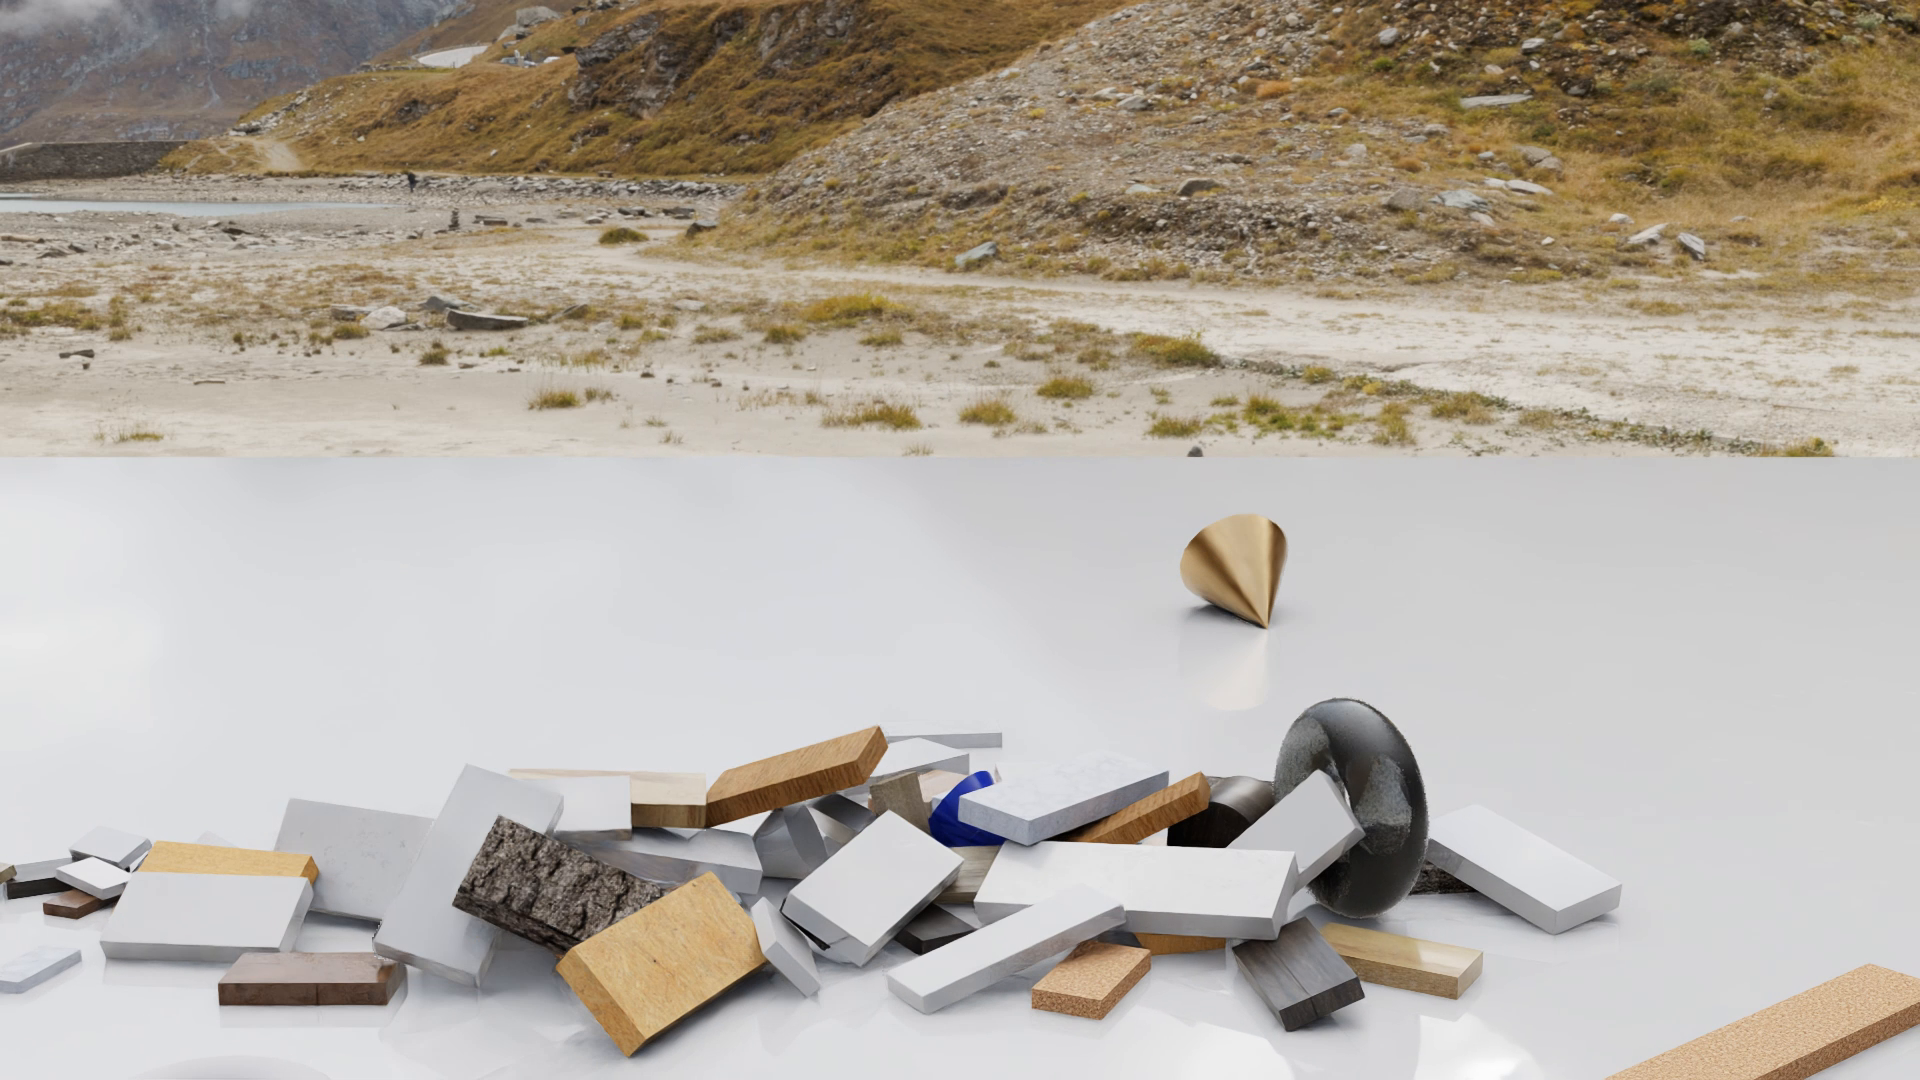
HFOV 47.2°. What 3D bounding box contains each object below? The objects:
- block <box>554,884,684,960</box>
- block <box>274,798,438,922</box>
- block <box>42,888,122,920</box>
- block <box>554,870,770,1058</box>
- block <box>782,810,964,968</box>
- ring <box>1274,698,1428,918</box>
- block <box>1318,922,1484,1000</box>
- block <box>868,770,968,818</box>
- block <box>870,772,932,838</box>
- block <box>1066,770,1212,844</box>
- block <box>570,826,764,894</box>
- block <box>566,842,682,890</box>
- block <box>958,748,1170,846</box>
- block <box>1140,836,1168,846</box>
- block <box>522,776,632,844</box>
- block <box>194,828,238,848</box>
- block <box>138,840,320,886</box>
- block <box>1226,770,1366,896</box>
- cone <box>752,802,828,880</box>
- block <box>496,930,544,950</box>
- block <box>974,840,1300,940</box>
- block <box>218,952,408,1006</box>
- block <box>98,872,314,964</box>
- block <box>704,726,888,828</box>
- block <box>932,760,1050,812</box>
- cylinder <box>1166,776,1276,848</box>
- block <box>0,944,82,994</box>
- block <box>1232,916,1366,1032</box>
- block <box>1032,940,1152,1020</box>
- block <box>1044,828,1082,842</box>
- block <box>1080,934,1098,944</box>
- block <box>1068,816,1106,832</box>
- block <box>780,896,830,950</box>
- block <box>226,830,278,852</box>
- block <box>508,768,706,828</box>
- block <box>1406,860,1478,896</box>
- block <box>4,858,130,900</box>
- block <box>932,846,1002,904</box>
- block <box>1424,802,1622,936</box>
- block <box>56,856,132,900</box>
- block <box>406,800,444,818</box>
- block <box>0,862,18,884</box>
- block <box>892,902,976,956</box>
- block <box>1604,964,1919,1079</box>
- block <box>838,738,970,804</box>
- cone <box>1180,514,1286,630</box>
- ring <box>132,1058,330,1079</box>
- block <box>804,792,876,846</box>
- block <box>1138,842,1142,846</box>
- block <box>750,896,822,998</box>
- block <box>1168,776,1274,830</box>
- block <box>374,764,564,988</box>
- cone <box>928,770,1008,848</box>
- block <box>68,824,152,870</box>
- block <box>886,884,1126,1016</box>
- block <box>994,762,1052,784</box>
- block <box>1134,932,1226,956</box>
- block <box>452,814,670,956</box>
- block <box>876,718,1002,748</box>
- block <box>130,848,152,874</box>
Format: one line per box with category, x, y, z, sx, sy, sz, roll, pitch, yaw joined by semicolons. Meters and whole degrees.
block;-0.502;0.586;3.421;0.244;0.035;0.122;-10;-21;-42
block;-0.958;0.524;3.555;0.341;0.171;0.048;4;-20;23
block;-1.432;0.589;3.622;0.069;0.020;0.139;4;11;20
block;-0.418;0.607;3.181;0.162;0.046;0.357;49;26;10
block;-0.133;0.543;3.461;0.152;0.043;0.303;31;31;16
ring;0.630;0.433;3.562;0.119;0.357;0.357;-4;11;-23
block;0.652;0.635;3.329;0.246;0.035;0.123;6;12;30
block;-0.064;0.483;4.158;0.110;0.031;0.220;7;13;34
block;-0.091;0.492;3.682;0.027;0.189;0.095;-13;0;39
block;0.293;0.467;3.642;0.252;0.036;0.126;-28;2;12
block;-0.486;0.511;3.614;0.303;0.043;0.152;11;13;-16
block;-0.606;0.532;3.595;0.341;0.048;0.171;11;13;-16
block;0.180;0.433;3.737;0.152;0.043;0.378;14;17;40
block;0.332;0.543;3.743;0.076;0.022;0.152;8;14;28
block;-0.637;0.433;3.522;0.215;0.030;0.108;-1;45;-10
block;-1.228;0.535;3.644;0.145;0.021;0.072;18;56;37
block;-1.190;0.561;3.523;0.284;0.040;0.142;3;43;15
block;0.512;0.493;3.483;0.036;0.252;0.126;31;22;-43
cone;-0.334;0.537;3.753;0.164;0.164;0.164;-25;7;10
block;-0.719;0.574;3.419;0.244;0.122;0.035;-1;11;-5
block;0.275;0.546;3.453;0.487;0.044;0.157;-1;31;24
block;-0.956;0.649;3.256;0.244;0.035;0.122;0;11;-1
block;-1.166;0.586;3.410;0.284;0.040;0.142;1;39;6
block;-0.283;0.401;3.725;0.303;0.043;0.152;-18;13;18
block;0.109;0.482;4.127;0.157;0.044;0.314;9;14;40
cylinder;0.454;0.499;3.711;0.164;0.164;0.164;5;12;25
block;-1.398;0.646;3.312;0.069;0.020;0.139;3;11;16
block;0.493;0.633;3.225;0.123;0.035;0.246;-22;13;-4
block;0.197;0.650;3.261;0.108;0.030;0.215;5;12;24
block;0.200;0.527;3.817;0.165;0.023;0.082;-8;13;-36
block;0.175;0.608;3.510;0.076;0.022;0.152;0;11;-2
block;0.205;0.483;3.927;0.303;0.043;0.152;-7;1;-28
block;-0.142;0.555;3.508;0.098;0.028;0.327;37;33;25
block;-1.180;0.537;3.732;0.096;0.027;0.193;-6;11;-35
block;-0.585;0.426;3.635;0.328;0.040;0.142;2;15;-7
block;0.802;0.554;3.741;0.313;0.044;0.157;-2;11;-8
block;-1.513;0.566;3.723;0.193;0.027;0.096;-6;12;-28
block;0.045;0.551;3.631;0.189;0.027;0.095;-4;43;10
block;0.914;0.539;3.629;0.157;0.044;0.313;-13;27;-33
block;-1.429;0.561;3.645;0.135;0.019;0.068;12;17;36
block;-0.773;0.527;3.669;0.341;0.048;0.171;14;12;6
block;-1.644;0.562;3.679;0.135;0.019;0.068;0;23;39
block;-0.065;0.609;3.488;0.098;0.028;0.196;-6;12;-30
block;0.973;0.715;2.900;1.065;0.035;0.123;-8;13;-38
block;-0.151;0.451;4.296;0.314;0.044;0.157;-9;14;-40
cone;0.756;0.140;5.730;0.296;0.296;0.296;-2;38;-13
ring;-0.898;0.725;2.635;0.343;0.114;0.343;1;12;0
block;-0.192;0.493;3.815;0.043;0.152;0.303;-52;31;-14
block;0.271;0.556;3.786;0.223;0.023;0.082;-6;12;-29
block;-0.263;0.610;3.309;0.028;0.098;0.196;-43;15;-1
block;0.490;0.502;4.022;0.157;0.044;0.313;3;11;17
block;-0.743;0.507;3.346;0.162;0.046;0.324;17;53;5
cone;0.061;0.527;3.779;0.187;0.187;0.187;36;28;25
block;-1.450;0.525;3.752;0.135;0.019;0.068;7;35;32
block;0.070;0.608;3.286;0.359;0.030;0.108;-20;19;-27
block;0.130;0.442;3.851;0.110;0.031;0.220;1;13;-7
block;0.320;0.581;3.516;0.126;0.036;0.252;-2;20;-15
block;-0.572;0.543;3.273;0.324;0.046;0.162;25;33;-5
block;-0.044;0.405;4.579;0.251;0.031;0.110;-1;11;-6
block;-1.341;0.543;3.680;0.072;0.021;0.145;-54;25;-20
